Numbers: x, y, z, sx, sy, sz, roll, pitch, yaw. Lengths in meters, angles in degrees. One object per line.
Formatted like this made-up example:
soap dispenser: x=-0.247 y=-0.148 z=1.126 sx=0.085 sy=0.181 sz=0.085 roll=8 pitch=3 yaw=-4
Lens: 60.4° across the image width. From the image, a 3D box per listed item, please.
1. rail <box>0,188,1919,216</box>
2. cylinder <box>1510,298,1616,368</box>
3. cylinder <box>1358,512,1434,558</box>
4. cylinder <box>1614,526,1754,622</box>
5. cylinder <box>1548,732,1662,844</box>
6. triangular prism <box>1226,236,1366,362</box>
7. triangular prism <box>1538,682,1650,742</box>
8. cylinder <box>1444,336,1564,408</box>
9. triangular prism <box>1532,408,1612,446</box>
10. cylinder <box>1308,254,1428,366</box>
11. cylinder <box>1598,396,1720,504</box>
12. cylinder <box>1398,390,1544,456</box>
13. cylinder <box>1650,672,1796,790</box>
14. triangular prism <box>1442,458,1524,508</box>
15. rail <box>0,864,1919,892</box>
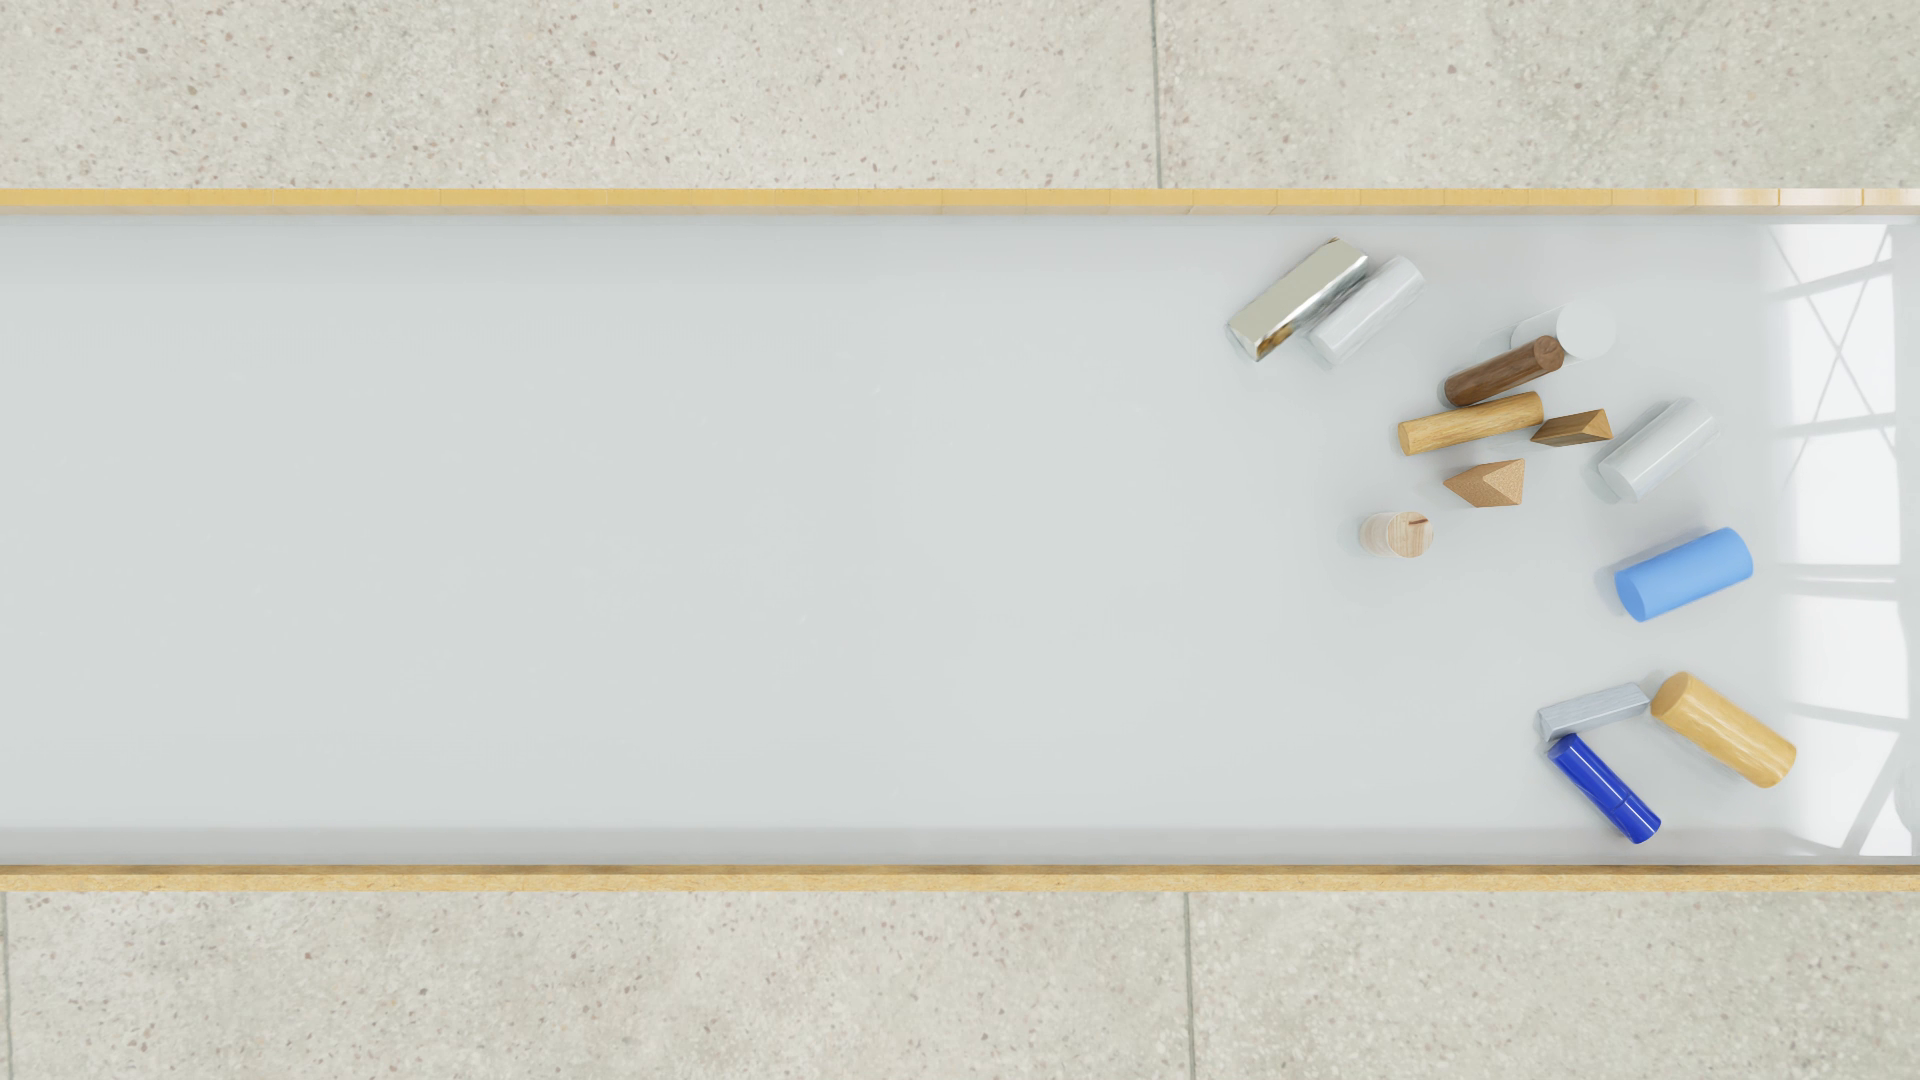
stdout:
rail: x=-2.247 y=-1.025 z=5.002 sx=12.000 sy=0.150 sz=0.050 roll=0 pitch=90 yaw=0
cylinder: x=1.785 y=-0.602 z=4.893 sx=0.174 sy=0.363 sz=0.174 roll=0 pitch=89 yaw=-1
cylinder: x=1.295 y=-0.016 z=4.911 sx=0.135 sy=0.331 sz=0.135 roll=0 pitch=90 yaw=0
cylinder: x=2.190 y=0.104 z=4.993 sx=0.351 sy=0.167 sz=0.167 roll=-22 pitch=90 yaw=0
cylinder: x=1.961 y=0.756 z=5.020 sx=0.113 sy=0.113 sz=0.364 roll=-45 pitch=90 yaw=0
triangular prism: x=1.038 y=-0.725 z=4.991 sx=0.425 sy=0.135 sz=0.156 roll=-39 pitch=102 yaw=0
triangular prism: x=1.939 y=0.529 z=5.031 sx=0.306 sy=0.086 sz=0.099 roll=-17 pitch=90 yaw=0
cylinder: x=1.602 y=-0.494 z=4.872 sx=0.107 sy=0.400 sz=0.107 roll=4 pitch=78 yaw=-21
triangular prism: x=1.806 y=-0.334 z=4.864 sx=0.089 sy=0.424 sz=0.077 roll=12 pitch=90 yaw=0
cylinder: x=1.237 y=-0.697 z=5.007 sx=0.352 sy=0.138 sz=0.138 roll=-41 pitch=90 yaw=0
cylinder: x=2.117 y=-0.272 z=4.996 sx=0.320 sy=0.161 sz=0.161 roll=-39 pitch=90 yaw=0
cylinder: x=1.554 y=-0.355 z=5.024 sx=0.416 sy=0.105 sz=0.105 roll=-14 pitch=90 yaw=0
cylinder: x=2.311 y=0.576 z=4.995 sx=0.392 sy=0.163 sz=0.163 roll=34 pitch=90 yaw=0
triangular prism: x=1.572 y=-0.184 z=4.883 sx=0.131 sy=0.386 sz=0.114 roll=35 pitch=90 yaw=0
rail: x=-2.247 y=1.025 z=5.001 sx=12.000 sy=0.150 sz=0.050 roll=0 pitch=90 yaw=0
